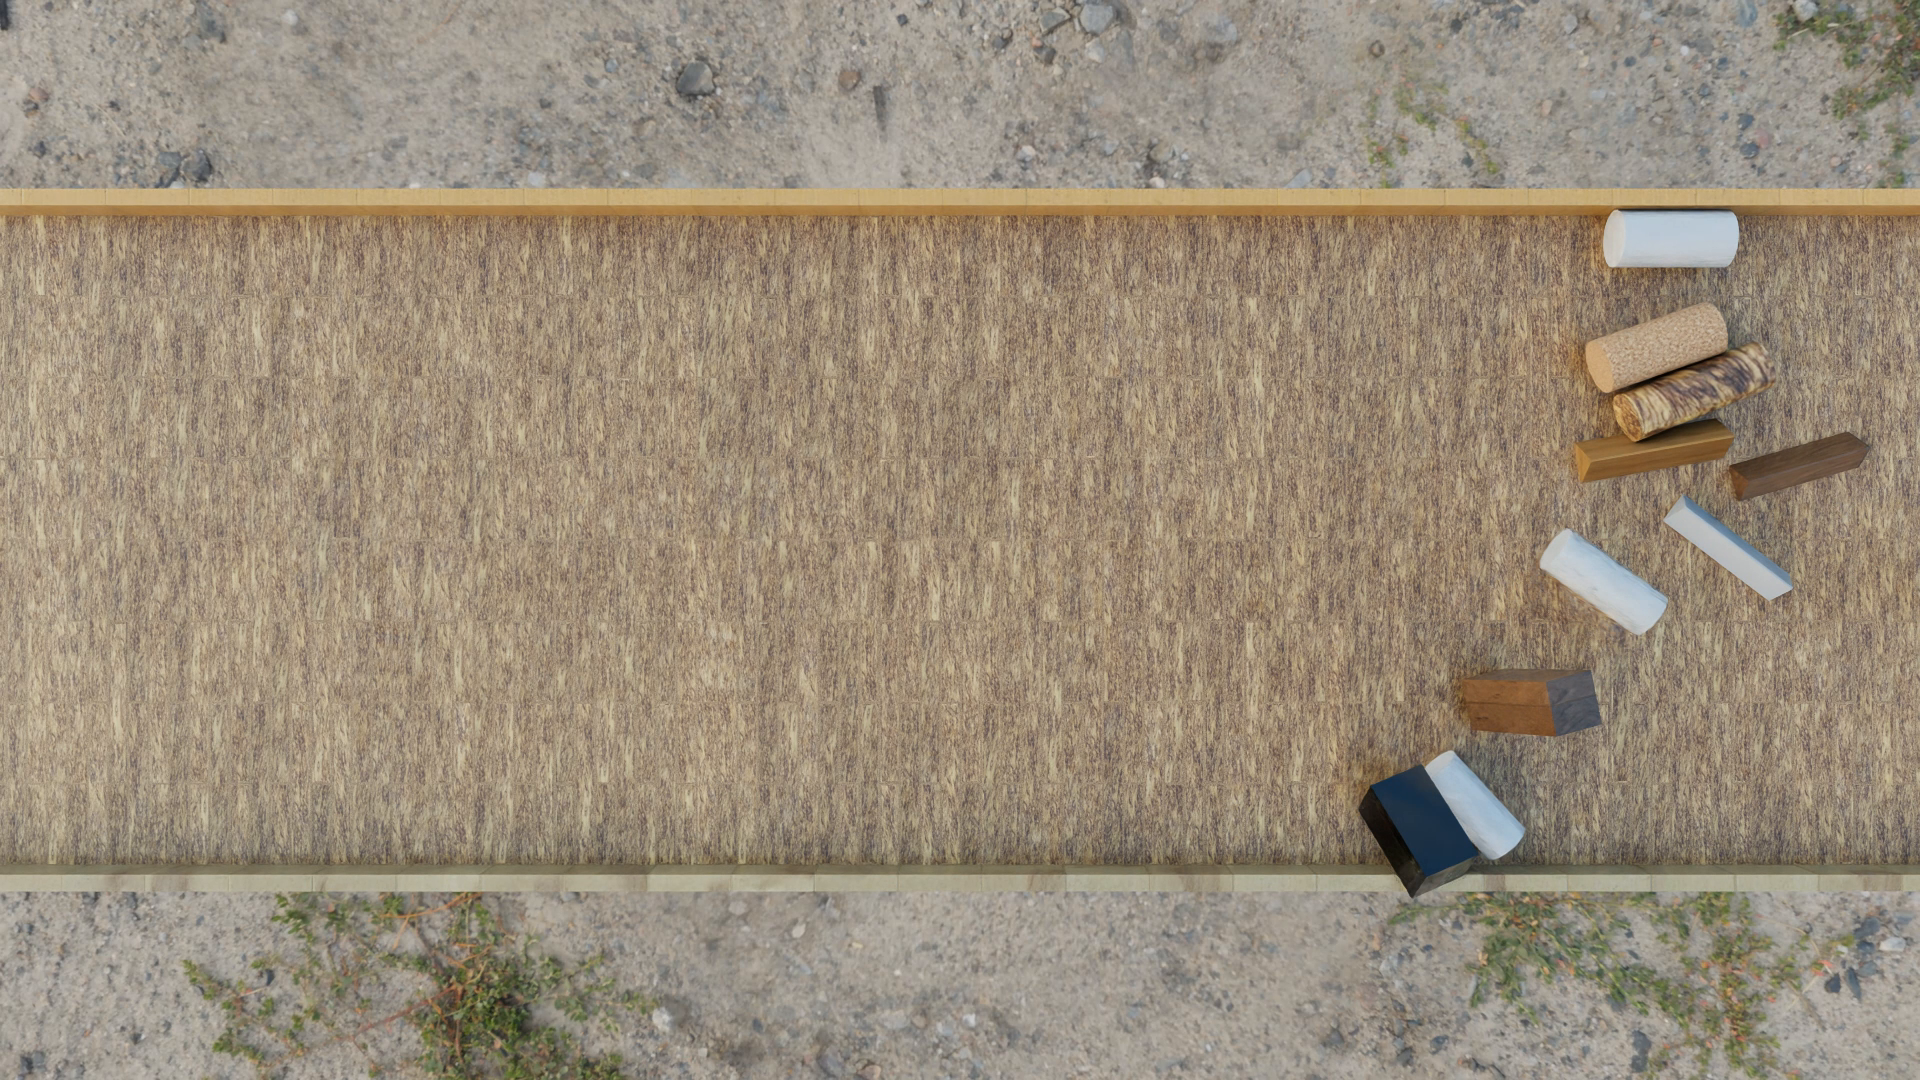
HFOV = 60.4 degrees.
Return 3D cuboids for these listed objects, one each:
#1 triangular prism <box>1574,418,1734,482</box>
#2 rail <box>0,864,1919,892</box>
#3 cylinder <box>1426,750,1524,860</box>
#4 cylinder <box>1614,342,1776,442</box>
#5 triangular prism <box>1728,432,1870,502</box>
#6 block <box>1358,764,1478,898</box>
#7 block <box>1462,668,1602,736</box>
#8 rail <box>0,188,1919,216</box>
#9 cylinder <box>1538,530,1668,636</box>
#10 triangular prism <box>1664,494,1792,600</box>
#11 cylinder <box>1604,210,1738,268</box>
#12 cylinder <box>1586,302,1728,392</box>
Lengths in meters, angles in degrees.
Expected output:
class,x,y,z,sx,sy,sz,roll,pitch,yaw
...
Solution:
class,x,y,z,sx,sy,sz,roll,pitch,yaw
triangular prism,2.118,-0.275,5.020,0.441,0.106,0.123,-10,90,0
rail,-2.247,1.025,5.001,12.000,0.150,0.050,0,90,0
cylinder,1.549,0.804,5.004,0.146,0.146,0.314,-43,90,0
cylinder,2.224,-0.450,5.000,0.436,0.154,0.154,-22,90,0
triangular prism,2.564,-0.227,5.025,0.382,0.097,0.113,-16,90,0
block,1.359,0.866,4.907,0.178,0.178,0.310,-20,60,-13
block,1.679,0.475,4.863,0.158,0.398,0.158,-11,90,-18
rail,-2.247,-1.025,5.002,12.000,0.150,0.050,0,90,0
cylinder,1.950,0.128,5.005,0.354,0.144,0.144,35,90,0
triangular prism,2.355,0.023,5.030,0.408,0.087,0.101,37,90,0
cylinder,2.148,-0.911,4.991,0.337,0.172,0.172,0,90,0
cylinder,2.107,-0.583,4.994,0.363,0.166,0.166,-19,90,0
